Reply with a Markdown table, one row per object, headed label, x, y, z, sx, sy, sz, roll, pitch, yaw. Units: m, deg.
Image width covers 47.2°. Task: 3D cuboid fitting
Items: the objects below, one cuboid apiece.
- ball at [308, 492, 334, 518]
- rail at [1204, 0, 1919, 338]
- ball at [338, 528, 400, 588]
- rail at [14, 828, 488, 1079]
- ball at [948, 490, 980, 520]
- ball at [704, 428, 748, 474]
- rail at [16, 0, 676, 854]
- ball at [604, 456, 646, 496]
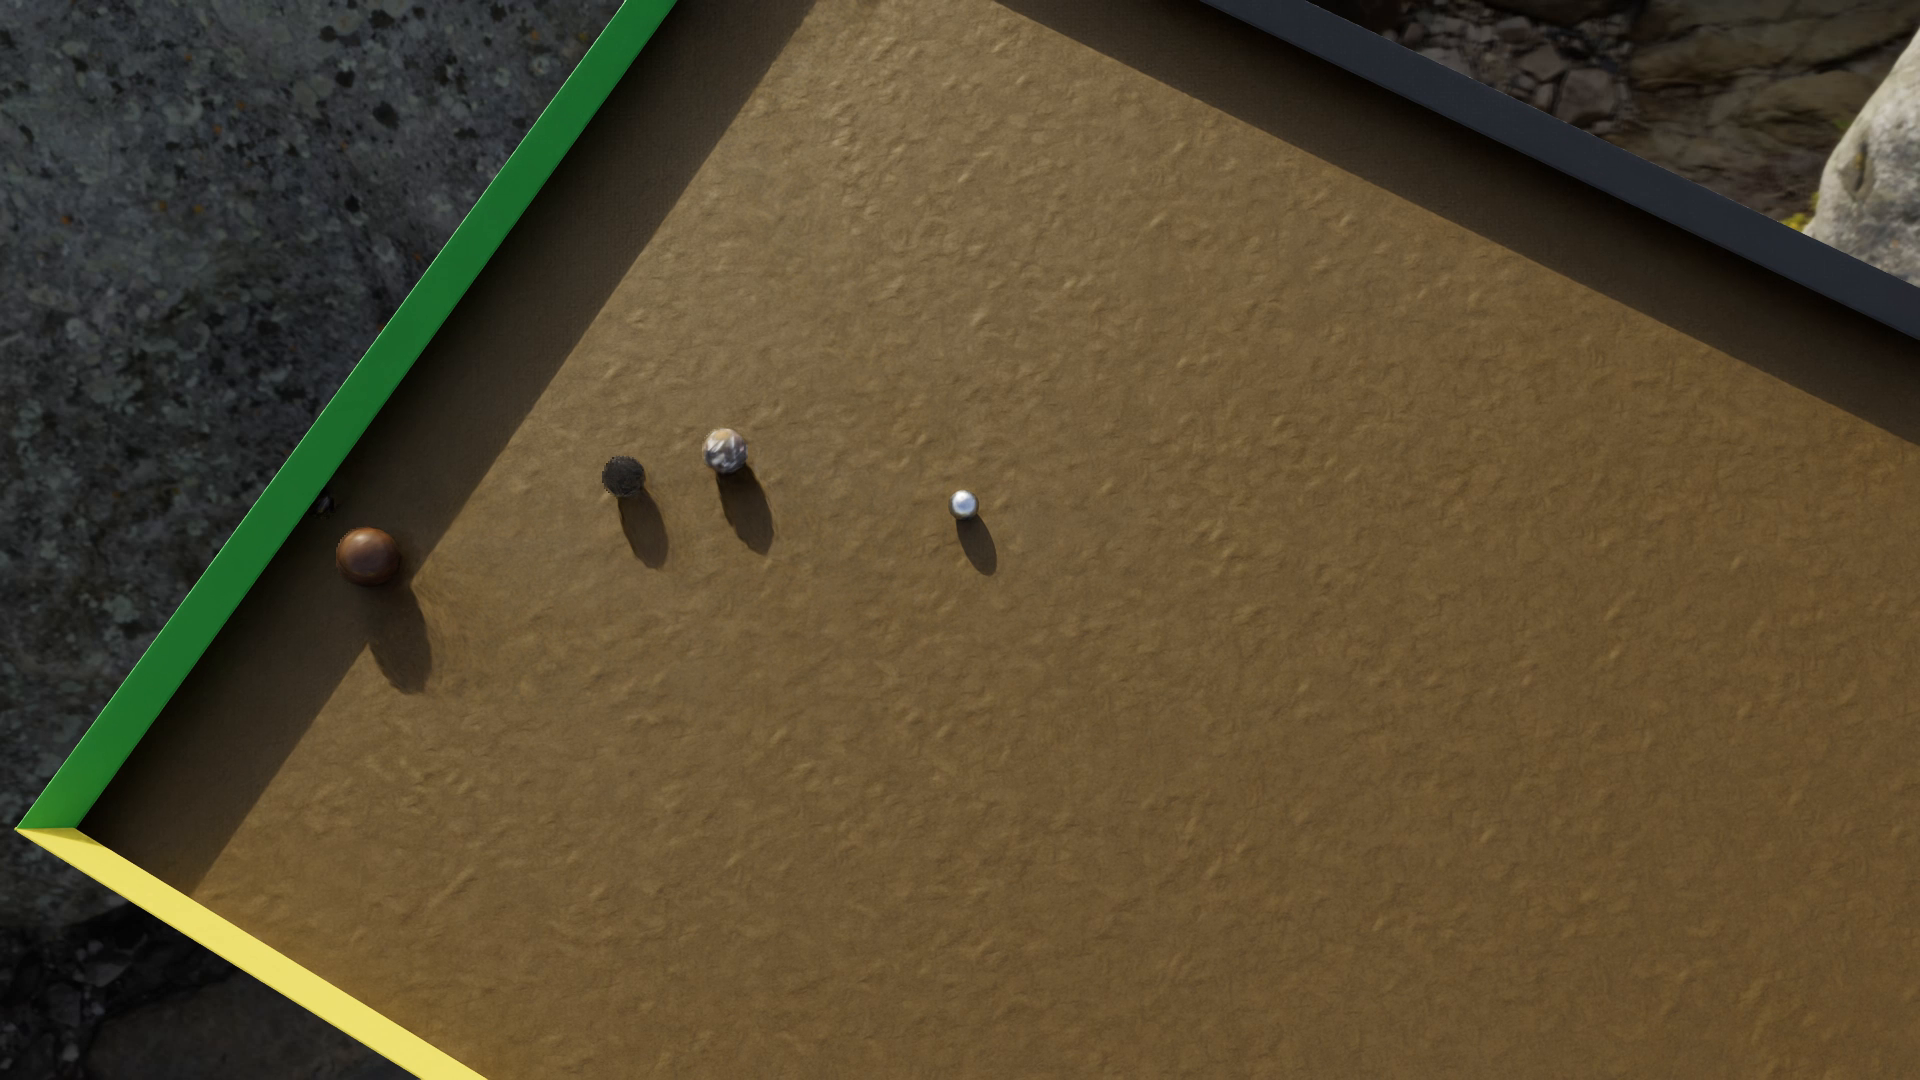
| label | x | y | z | sx | sy | sz | roll | pitch | yaw |
| --- | --- | --- | --- | --- | --- | --- | --- | --- | --- |
| ball | -1.015 | -0.056 | 3.498 | 0.040 | 0.040 | 0.040 | 0 | 69 | 0 |
| rail | 1.366 | -0.447 | 3.601 | 3.824 | 0.125 | 0.045 | 28 | 72 | 10 |
| ball | -0.925 | 0.027 | 3.438 | 0.094 | 0.094 | 0.094 | 0 | 69 | 0 |
| rail | 0.295 | 1.310 | 2.931 | 3.824 | 0.125 | 0.045 | 28 | 72 | 10 |
| ball | 0.006 | -0.055 | 3.493 | 0.050 | 0.050 | 0.050 | 0 | 69 | 0 |
| ball | -0.374 | -0.142 | 3.514 | 0.072 | 0.072 | 0.072 | 0 | 69 | 0 |
| rail | -0.810 | -0.442 | 3.599 | 0.045 | 0.125 | 2.211 | 28 | 72 | 10 |
| ball | -0.533 | -0.101 | 3.502 | 0.065 | 0.065 | 0.065 | 0 | 69 | 0 |
